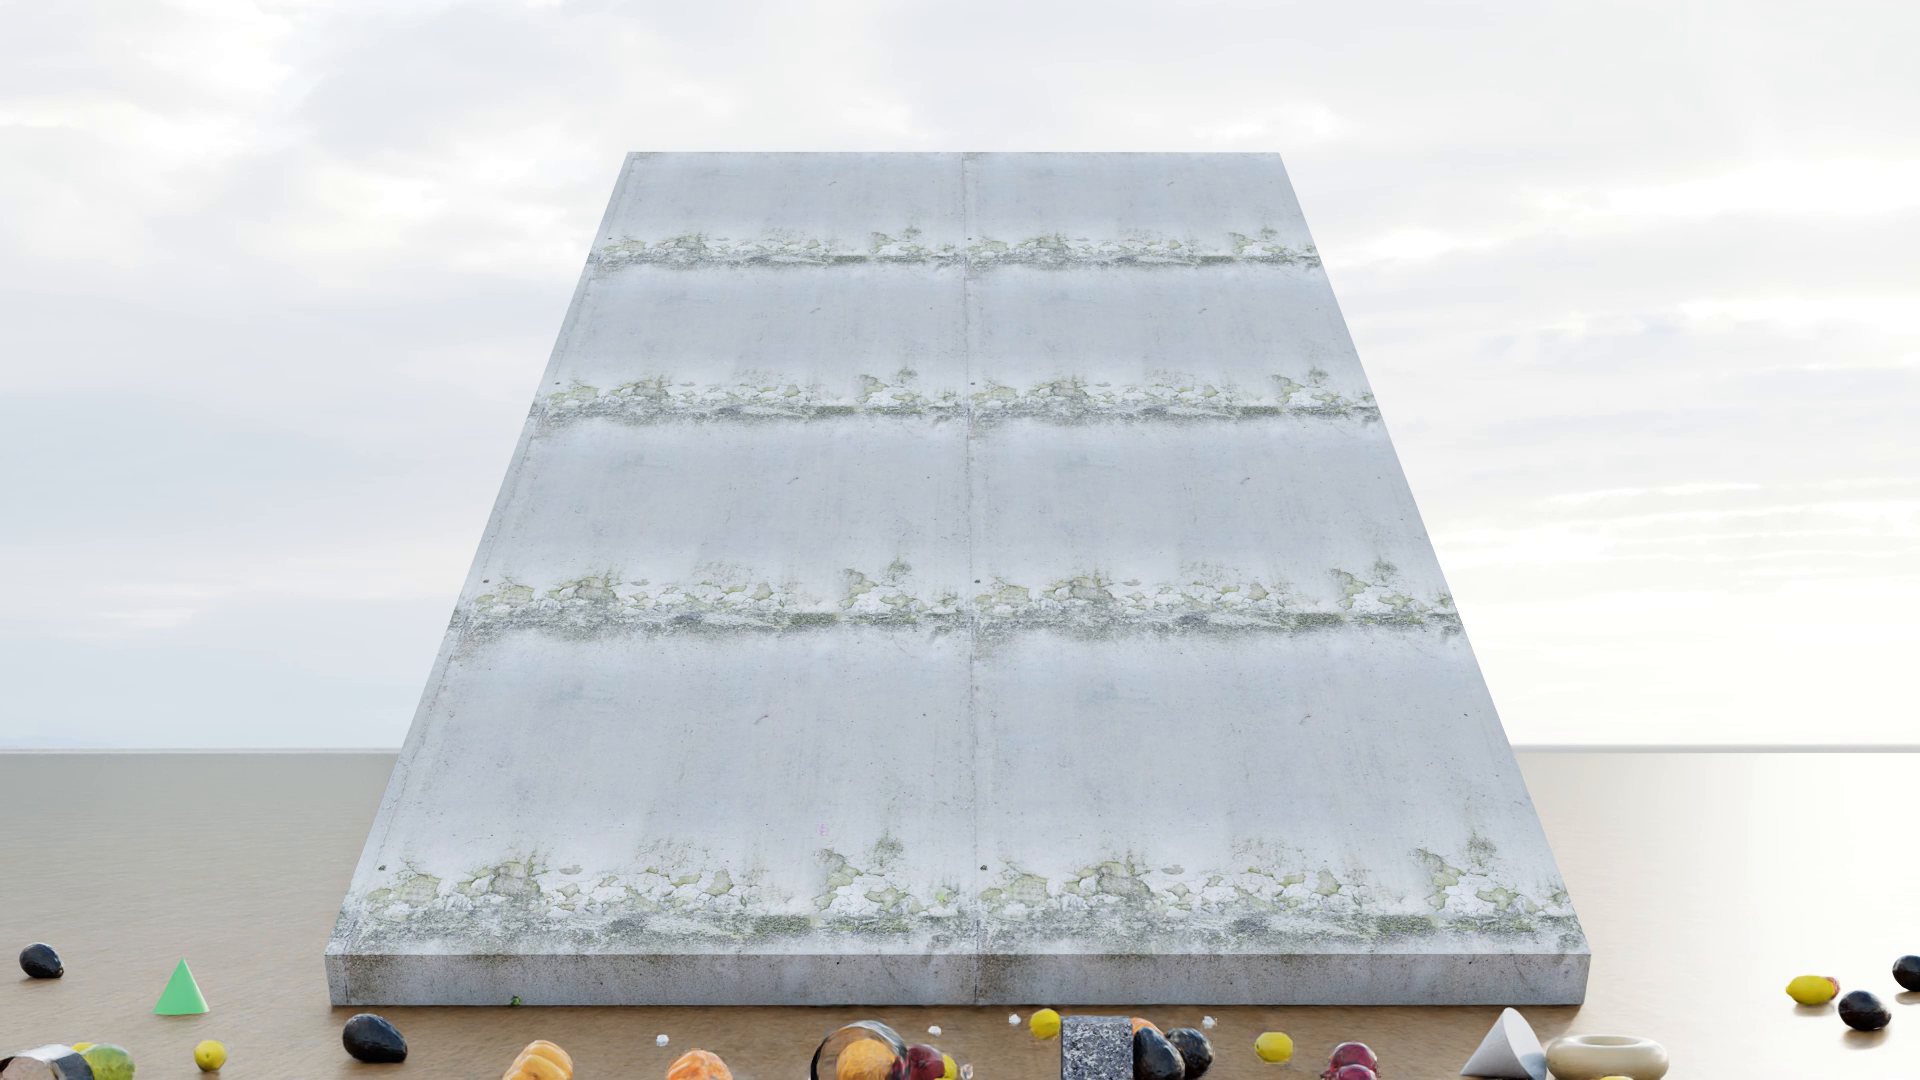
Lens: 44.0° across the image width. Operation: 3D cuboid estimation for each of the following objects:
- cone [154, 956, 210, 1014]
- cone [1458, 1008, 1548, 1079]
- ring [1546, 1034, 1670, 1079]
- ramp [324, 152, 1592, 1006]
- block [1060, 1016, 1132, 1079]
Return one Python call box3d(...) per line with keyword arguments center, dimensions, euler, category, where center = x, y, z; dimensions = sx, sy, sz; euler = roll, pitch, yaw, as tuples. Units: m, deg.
box3d(center=(-1.212, 0.691, 3.705), dimensions=(0.085, 0.085, 0.085), euler=(0, -5, 0), category="cone")
box3d(center=(0.661, 0.647, 2.959), dimensions=(0.097, 0.097, 0.097), euler=(-33, -20, 25), category="cone")
box3d(center=(0.799, 0.643, 2.937), dimensions=(0.148, 0.049, 0.148), euler=(-1, -4, 0), category="ring")
box3d(center=(-0.011, -0.225, 5.548), dimensions=(2.000, 0.100, 4.000), euler=(0, 27, 0), category="ramp")
box3d(center=(0.164, 0.620, 2.864), dimensions=(0.082, 0.082, 0.082), euler=(0, -5, 0), category="block")
